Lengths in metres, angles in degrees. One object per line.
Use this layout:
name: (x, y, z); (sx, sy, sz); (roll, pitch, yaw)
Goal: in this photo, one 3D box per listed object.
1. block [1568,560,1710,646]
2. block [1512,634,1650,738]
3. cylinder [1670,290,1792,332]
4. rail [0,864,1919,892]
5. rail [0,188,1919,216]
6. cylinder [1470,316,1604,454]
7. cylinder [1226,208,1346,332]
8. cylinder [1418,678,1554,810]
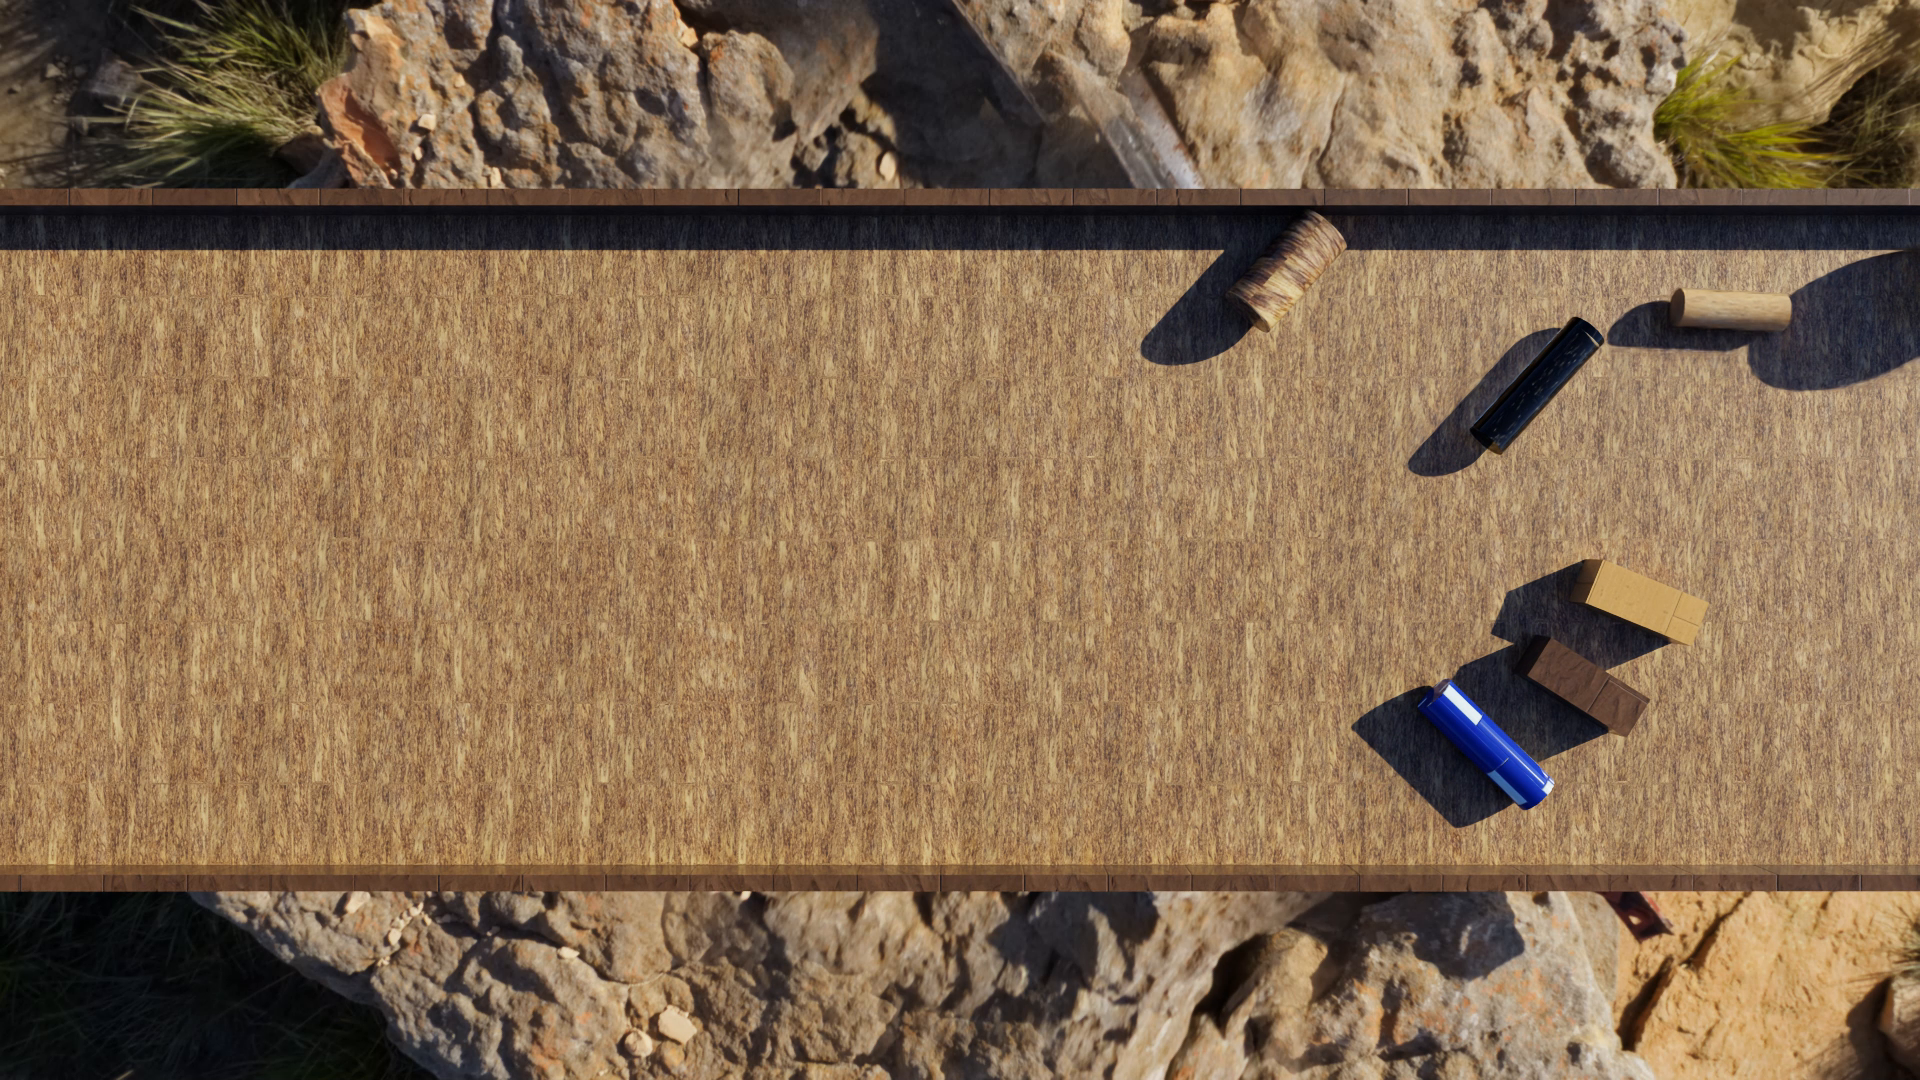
block: (2.058, 0.188, 5.006); (0.343, 0.140, 0.140); (22, 90, 0)
block: (1.884, 0.442, 5.009); (0.351, 0.136, 0.136); (32, 90, 0)
cylinder: (2.343, -0.698, 5.020); (0.321, 0.112, 0.112); (3, 90, 0)
rail: (-2.247, 1.025, 5.001); (12.000, 0.150, 0.050); (0, 90, 0)
rail: (-2.247, -1.025, 5.002); (12.000, 0.150, 0.050); (0, 90, 0)
cylinder: (1.753, -0.469, 5.015); (0.124, 0.124, 0.456); (43, 90, 0)
cylinder: (0.985, -0.814, 4.989); (0.176, 0.176, 0.345); (43, 90, 0)
cylinder: (1.597, 0.620, 5.011); (0.438, 0.132, 0.132); (44, 90, 0)
